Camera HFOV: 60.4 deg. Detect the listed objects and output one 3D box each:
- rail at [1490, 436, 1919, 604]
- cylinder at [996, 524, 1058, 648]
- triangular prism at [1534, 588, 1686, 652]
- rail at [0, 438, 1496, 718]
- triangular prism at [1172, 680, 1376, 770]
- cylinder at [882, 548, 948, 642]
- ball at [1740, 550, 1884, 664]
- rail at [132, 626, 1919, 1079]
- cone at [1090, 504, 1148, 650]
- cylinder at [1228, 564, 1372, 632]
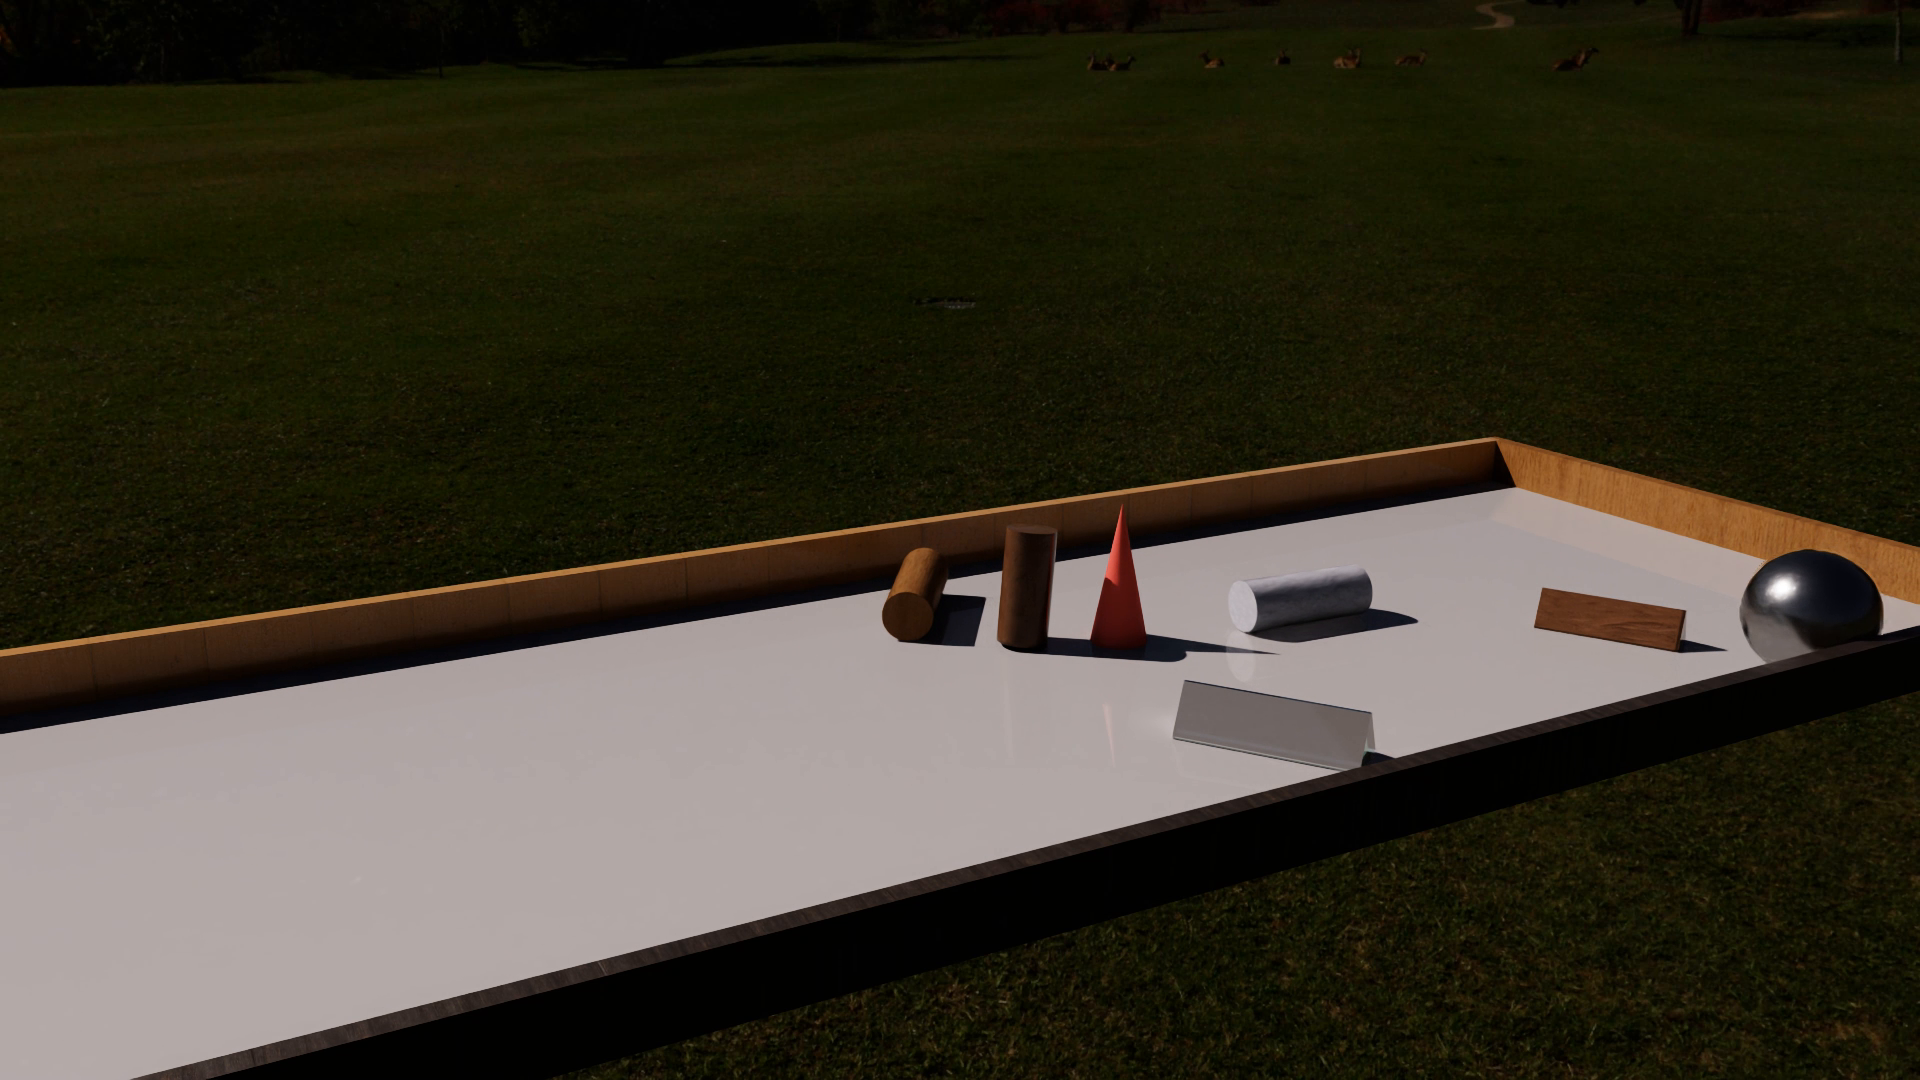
[{"bbox_3d":[2.466,-0.048,5.253,0.050,0.150,2.100,-9,18,-27],"label":"rail"},{"bbox_3d":[0.178,0.120,4.376,0.137,0.307,0.137,4,12,-1],"label":"cylinder"},{"bbox_3d":[1.764,0.206,4.469,0.370,0.098,0.114,10,19,31],"label":"triangular prism"},{"bbox_3d":[-3.305,0.497,3.399,12.000,0.150,0.050,-9,18,-27],"label":"rail"},{"bbox_3d":[0.713,0.409,3.742,0.434,0.118,0.137,8,18,26],"label":"triangular prism"},{"bbox_3d":[-0.121,0.147,4.608,0.139,0.139,0.414,2,16,5],"label":"cylinder"},{"bbox_3d":[2.140,0.186,4.148,0.323,0.323,0.323,0,16,0],"label":"ball"},{"bbox_3d":[-2.336,1.006,1.665,12.000,0.150,0.050,-9,18,-27],"label":"rail"},{"bbox_3d":[0.427,0.085,4.387,0.154,0.383,0.154,0,16,0],"label":"cone"},{"bbox_3d":[0.941,0.159,4.558,0.379,0.141,0.141,-7,18,-23],"label":"cylinder"}]
